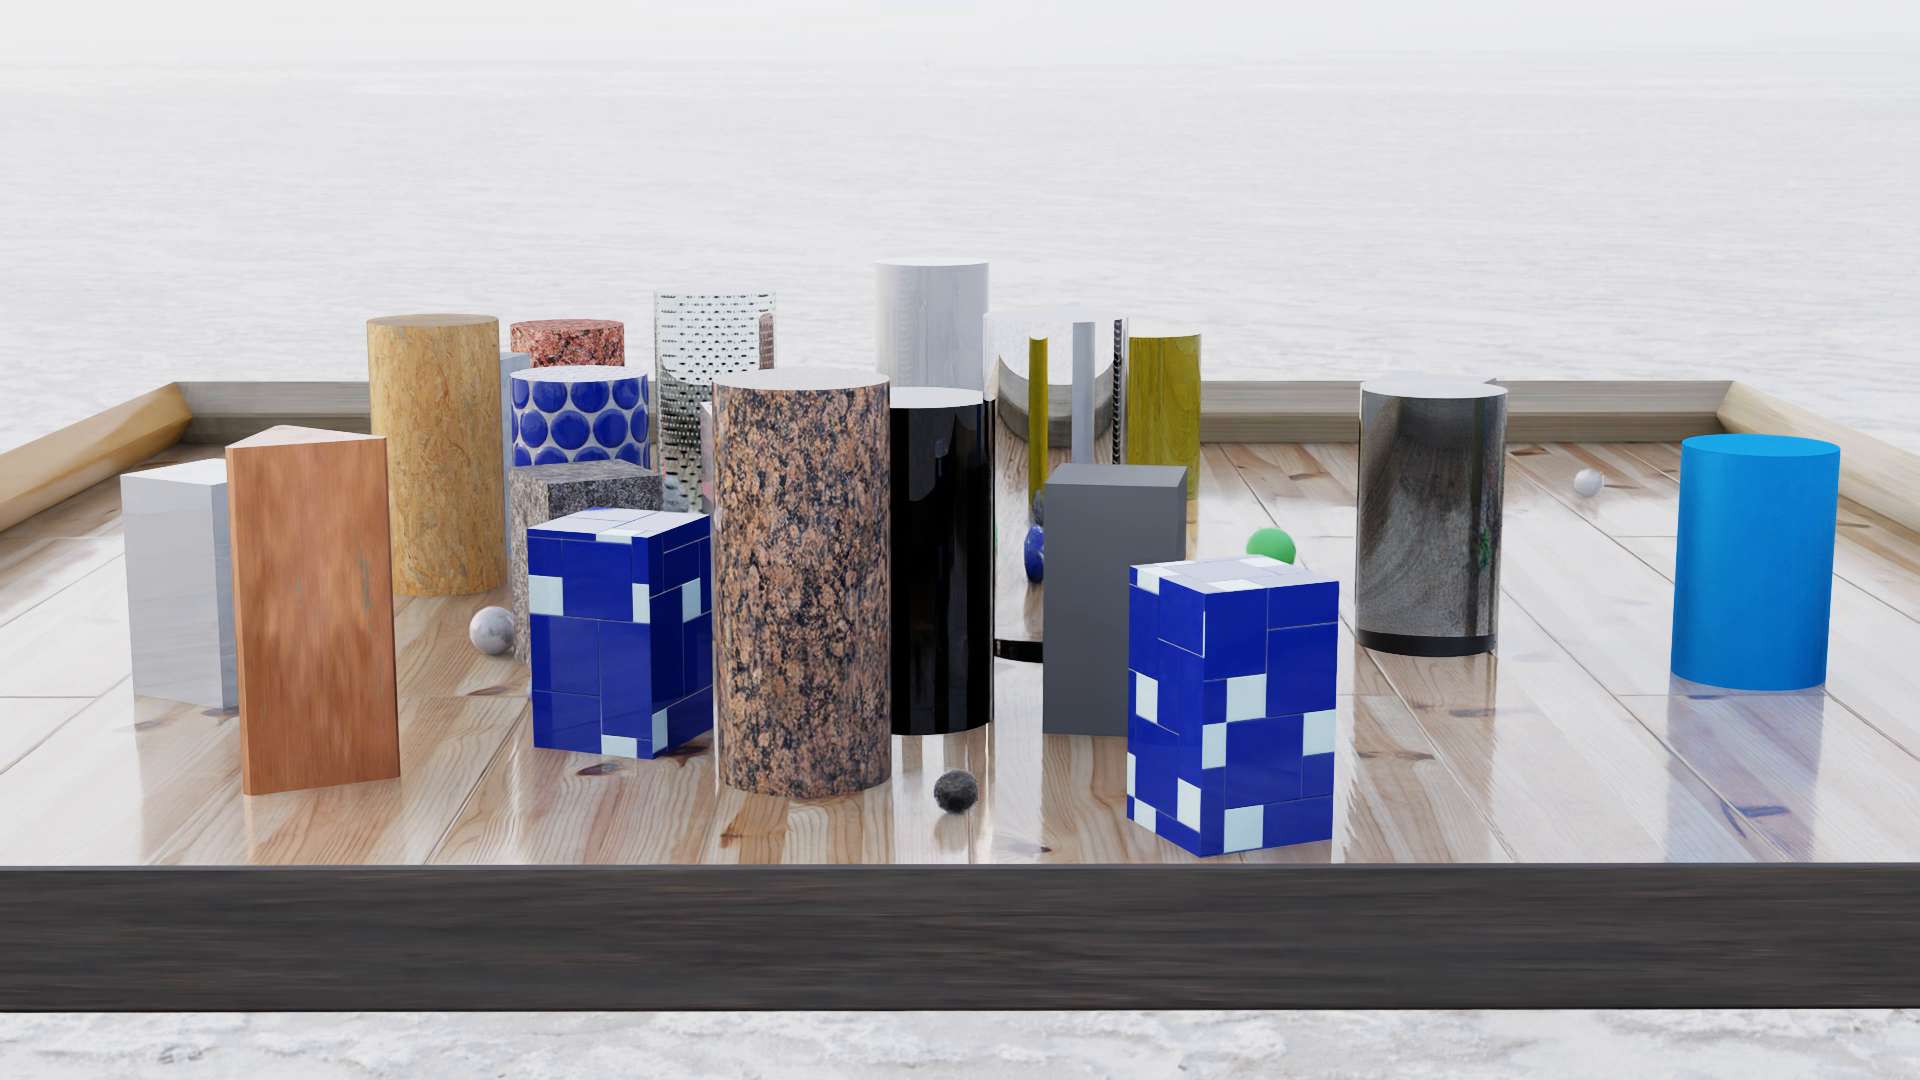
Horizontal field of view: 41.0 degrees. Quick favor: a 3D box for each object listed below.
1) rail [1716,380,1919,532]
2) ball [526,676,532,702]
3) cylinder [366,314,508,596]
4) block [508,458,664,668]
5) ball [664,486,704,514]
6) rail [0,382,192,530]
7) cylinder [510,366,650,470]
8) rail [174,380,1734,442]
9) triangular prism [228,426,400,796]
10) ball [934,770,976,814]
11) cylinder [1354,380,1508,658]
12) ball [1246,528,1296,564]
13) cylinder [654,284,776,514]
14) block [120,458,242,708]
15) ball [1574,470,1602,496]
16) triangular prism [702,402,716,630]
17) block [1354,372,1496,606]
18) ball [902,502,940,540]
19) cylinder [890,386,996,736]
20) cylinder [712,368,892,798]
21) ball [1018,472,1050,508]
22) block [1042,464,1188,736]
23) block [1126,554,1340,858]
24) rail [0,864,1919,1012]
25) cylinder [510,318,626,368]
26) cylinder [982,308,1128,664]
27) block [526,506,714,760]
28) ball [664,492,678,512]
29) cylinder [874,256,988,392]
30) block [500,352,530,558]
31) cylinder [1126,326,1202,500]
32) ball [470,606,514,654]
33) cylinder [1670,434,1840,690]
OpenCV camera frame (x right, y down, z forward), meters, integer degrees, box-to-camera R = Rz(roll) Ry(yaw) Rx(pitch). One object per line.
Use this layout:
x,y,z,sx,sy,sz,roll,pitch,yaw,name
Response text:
1.471,0.028,3.458,0.045,0.116,3.000,0,11,0,rail
-0.465,0.169,2.899,0.049,0.049,0.049,0,11,0,ball
-0.727,-0.121,3.572,0.179,0.371,0.179,0,11,0,cylinder
-0.451,0.034,3.103,0.143,0.238,0.143,-6,12,-27,block
-0.433,-0.044,3.955,0.077,0.077,0.077,0,11,0,ball
-1.471,0.031,3.442,0.045,0.116,3.000,0,11,0,rail
-0.497,-0.060,3.381,0.179,0.320,0.179,0,11,0,cylinder
-0.009,-0.243,4.901,2.990,0.116,0.045,0,11,0,rail
-0.674,0.065,2.629,0.155,0.352,0.134,-5,12,-26,triangular prism
-0.005,0.246,2.506,0.042,0.042,0.042,0,11,0,ball
0.590,-0.030,3.219,0.179,0.321,0.179,0,11,0,cylinder
0.441,0.018,3.641,0.071,0.071,0.071,0,11,0,ball
-0.358,-0.173,3.781,0.179,0.394,0.179,0,11,0,cylinder
-0.862,0.047,2.982,0.143,0.257,0.143,6,12,29,block
1.056,-0.096,4.312,0.047,0.047,0.047,0,11,0,ball
-0.292,-0.032,3.331,0.155,0.283,0.134,-9,14,-41,triangular prism
0.628,-0.066,3.461,0.143,0.302,0.143,6,12,27,block
-0.060,-0.029,3.928,0.058,0.058,0.058,0,11,0,ball
-0.050,0.020,2.850,0.179,0.360,0.179,0,11,0,cylinder
-0.160,0.039,2.612,0.179,0.409,0.179,0,11,0,cylinder
0.126,-0.083,4.207,0.060,0.060,0.060,0,11,0,ball
0.172,0.064,2.837,0.143,0.277,0.143,2,11,9,block
0.257,0.154,2.437,0.143,0.249,0.143,-5,12,-24,block
0.009,0.303,1.999,2.990,0.116,0.045,0,11,0,rail
-0.622,-0.188,4.088,0.179,0.311,0.179,0,11,0,cylinder
0.117,-0.070,3.176,0.179,0.416,0.179,0,11,0,cylinder
-0.364,0.097,2.767,0.143,0.238,0.143,4,11,21,block
-0.469,-0.035,3.883,0.086,0.086,0.086,0,11,0,ball
-0.044,-0.230,4.030,0.179,0.415,0.179,0,11,0,cylinder
-0.731,-0.126,3.808,0.143,0.293,0.143,3,11,16,block
0.315,-0.212,4.310,0.179,0.276,0.179,0,11,0,cylinder
-0.576,0.112,3.172,0.060,0.060,0.060,0,11,0,ball
0.945,0.024,3.055,0.179,0.277,0.179,0,11,0,cylinder
